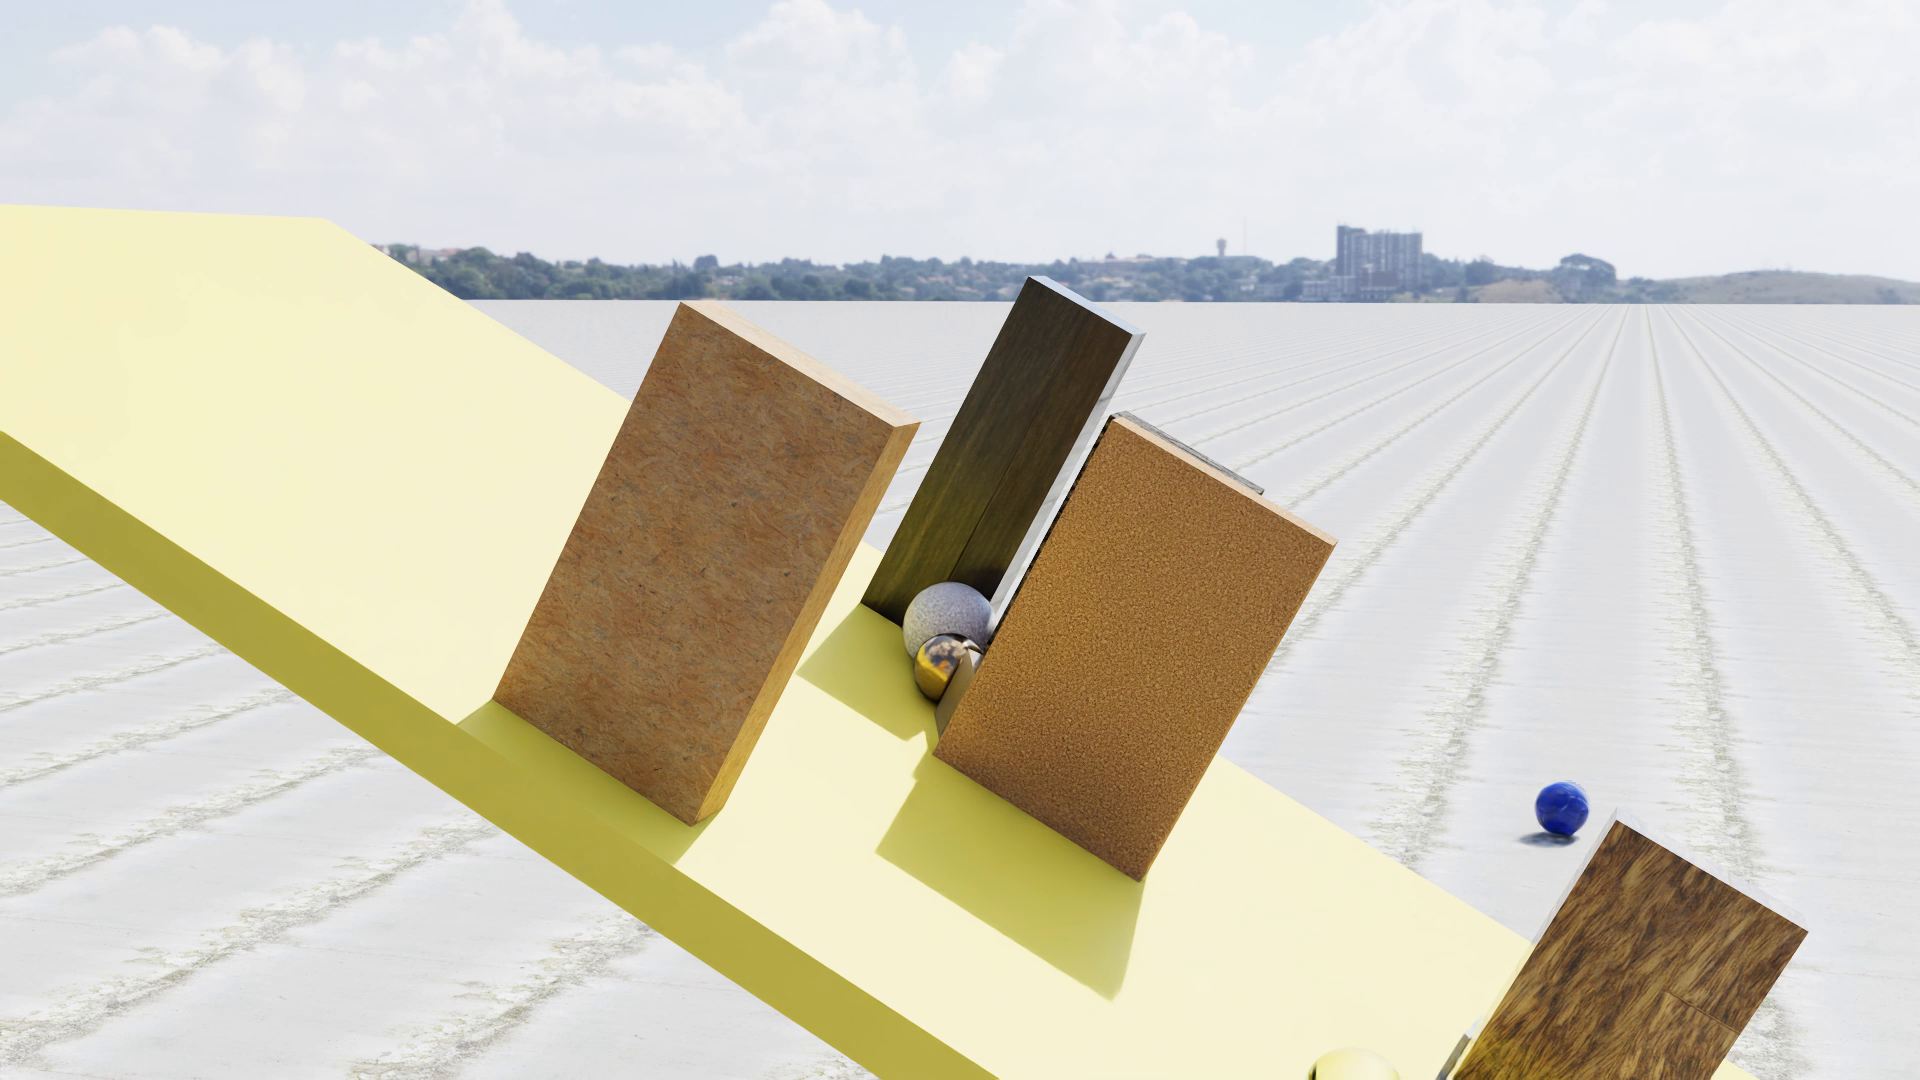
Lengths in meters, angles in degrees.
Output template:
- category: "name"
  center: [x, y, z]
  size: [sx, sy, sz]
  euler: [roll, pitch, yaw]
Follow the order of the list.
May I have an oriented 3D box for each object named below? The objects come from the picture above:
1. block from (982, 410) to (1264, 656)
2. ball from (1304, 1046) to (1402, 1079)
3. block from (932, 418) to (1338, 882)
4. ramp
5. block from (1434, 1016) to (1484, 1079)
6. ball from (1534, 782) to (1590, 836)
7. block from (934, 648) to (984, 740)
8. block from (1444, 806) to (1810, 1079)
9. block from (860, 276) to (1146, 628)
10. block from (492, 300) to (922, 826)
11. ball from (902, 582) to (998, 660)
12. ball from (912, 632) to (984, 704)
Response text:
- category: "block"
  center: [0.297, 0.113, 4.382]
  size: [0.320, 0.663, 0.139]
  euler: [31, 14, 12]
- category: "ball"
  center: [0.600, 0.856, 3.353]
  size: [0.162, 0.162, 0.162]
  euler: [0, 7, 0]
- category: "block"
  center: [0.310, 0.200, 3.994]
  size: [0.448, 0.715, 0.082]
  euler: [31, 14, 12]
- category: "ramp"
  center: [-0.215, 0.356, 4.144]
  size: [4.000, 0.100, 2.000]
  euler: [31, 14, 12]
- category: "block"
  center: [0.892, 0.918, 3.717]
  size: [0.143, 0.143, 0.143]
  euler: [33, 15, 21]
- category: "ball"
  center: [1.989, 0.888, 7.266]
  size: [0.178, 0.178, 0.178]
  euler: [0, 7, 0]
- category: "block"
  center: [0.055, 0.328, 4.231]
  size: [0.149, 0.149, 0.149]
  euler: [25, 14, -12]
- category: "block"
  center: [1.030, 0.775, 3.499]
  size: [0.325, 0.618, 0.091]
  euler: [31, 14, 12]
- category: "block"
  center: [0.088, -0.150, 4.663]
  size: [0.251, 0.789, 0.132]
  euler: [31, 14, 12]
- category: "block"
  center: [-0.389, 0.034, 3.324]
  size: [0.375, 0.692, 0.125]
  euler: [31, 14, 12]
- category: "ball"
  center: [-0.020, 0.183, 4.509]
  size: [0.195, 0.195, 0.195]
  euler: [0, 7, 0]
- category: "ball"
  center: [-0.021, 0.255, 4.355]
  size: [0.145, 0.145, 0.145]
  euler: [0, 7, 0]
